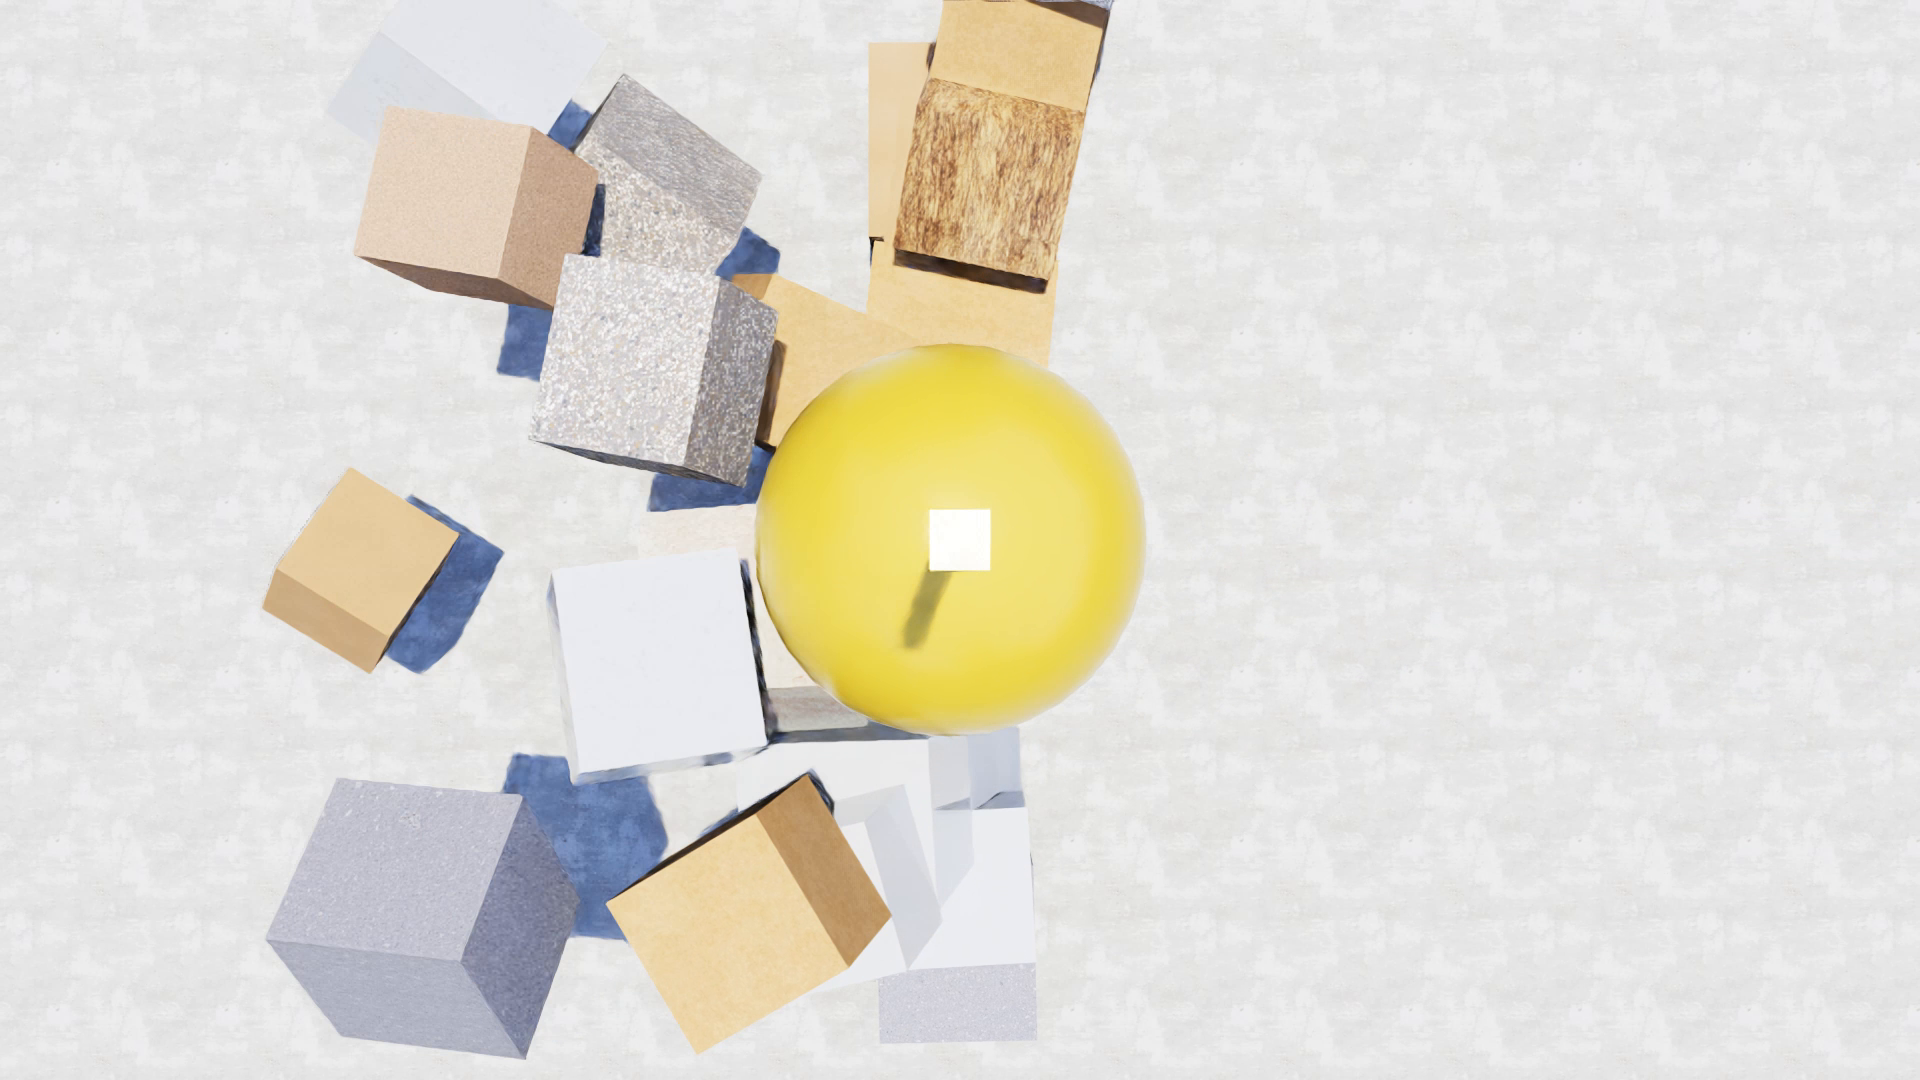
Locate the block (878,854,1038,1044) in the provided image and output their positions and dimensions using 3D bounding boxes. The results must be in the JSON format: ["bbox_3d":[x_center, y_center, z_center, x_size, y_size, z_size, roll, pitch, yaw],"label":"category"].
[{"bbox_3d":[-0.019,2.253,12.477,0.858,1.046,0.953,-1,90,0],"label":"block"}]

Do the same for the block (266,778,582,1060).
[{"bbox_3d":[-2.123,1.519,8.826,0.818,0.799,0.738,3,51,14],"label":"block"}]

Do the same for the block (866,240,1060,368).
[{"bbox_3d":[-0.016,-0.934,11.560,0.940,1.051,0.934,6,83,1],"label":"block"}]

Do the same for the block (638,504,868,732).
[{"bbox_3d":[-0.922,0.368,9.920,0.841,0.797,0.840,-5,72,10],"label":"block"}]

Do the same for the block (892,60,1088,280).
[{"bbox_3d":[0.162,-1.845,10.794,0.787,0.785,0.735,12,122,0],"label":"block"}]

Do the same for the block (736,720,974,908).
[{"bbox_3d":[-0.489,1.289,10.632,0.918,0.964,0.805,-2,95,11],"label":"block"}]

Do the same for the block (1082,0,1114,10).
[{"bbox_3d":[0.439,-3.047,9.964,0.860,0.727,0.751,19,60,6],"label":"block"}]

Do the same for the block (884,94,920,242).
[{"bbox_3d":[0.014,-1.853,11.662,0.736,0.683,0.812,7,90,0],"label":"block"}]

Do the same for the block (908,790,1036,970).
[{"bbox_3d":[-0.029,1.779,11.576,0.791,0.757,0.789,-3,90,0],"label":"block"}]

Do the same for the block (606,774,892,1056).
[{"bbox_3d":[-0.841,1.510,8.983,0.723,0.801,0.699,-32,89,12],"label":"block"}]

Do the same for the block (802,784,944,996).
[{"bbox_3d":[-0.598,1.569,9.769,0.758,0.816,0.661,-16,92,11],"label":"block"}]

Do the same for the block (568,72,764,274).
[{"bbox_3d":[-1.616,-1.589,10.840,0.852,0.827,0.843,35,119,-16],"label":"block"}]

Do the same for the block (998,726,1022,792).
[{"bbox_3d":[-0.162,1.355,12.479,0.892,0.891,0.816,-3,90,11],"label":"block"}]

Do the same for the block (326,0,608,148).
[{"bbox_3d":[-2.370,-2.232,10.600,0.866,0.714,0.817,36,51,-17],"label":"block"}]

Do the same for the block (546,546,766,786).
[{"bbox_3d":[-1.260,0.528,9.015,0.737,0.675,0.808,-7,81,-14],"label":"block"}]

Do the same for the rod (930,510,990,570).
[{"bbox_3d":[-0.017,0.000,5.523,0.080,5.200,0.080,0,90,0],"label":"rod"}]

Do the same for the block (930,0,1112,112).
[{"bbox_3d":[0.351,-2.649,10.738,0.764,0.800,0.727,13,122,2],"label":"block"}]

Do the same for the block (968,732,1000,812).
[{"bbox_3d":[-0.324,0.936,11.576,0.875,0.936,0.921,-3,90,11],"label":"block"}]

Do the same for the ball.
[{"bbox_3d":[-0.038,0.000,8.923,1.600,1.600,1.600,0,90,0],"label":"ball"}]

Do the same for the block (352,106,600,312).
[{"bbox_3d":[-2.136,-1.458,9.764,0.711,0.683,0.670,11,86,16],"label":"block"}]

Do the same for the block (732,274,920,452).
[{"bbox_3d":[-0.782,-0.780,10.531,0.775,0.735,0.731,23,88,-21],"label":"block"}]

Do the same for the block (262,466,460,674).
[{"bbox_3d":[-3.172,0.168,11.636,0.663,0.604,0.696,33,58,-8],"label":"block"}]

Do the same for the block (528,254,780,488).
[{"bbox_3d":[-1.241,-0.684,9.031,0.672,0.708,0.761,10,87,15],"label":"block"}]

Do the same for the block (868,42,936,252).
[{"bbox_3d":[-0.006,-2.186,12.502,0.987,0.995,1.059,0,90,0],"label":"block"}]
